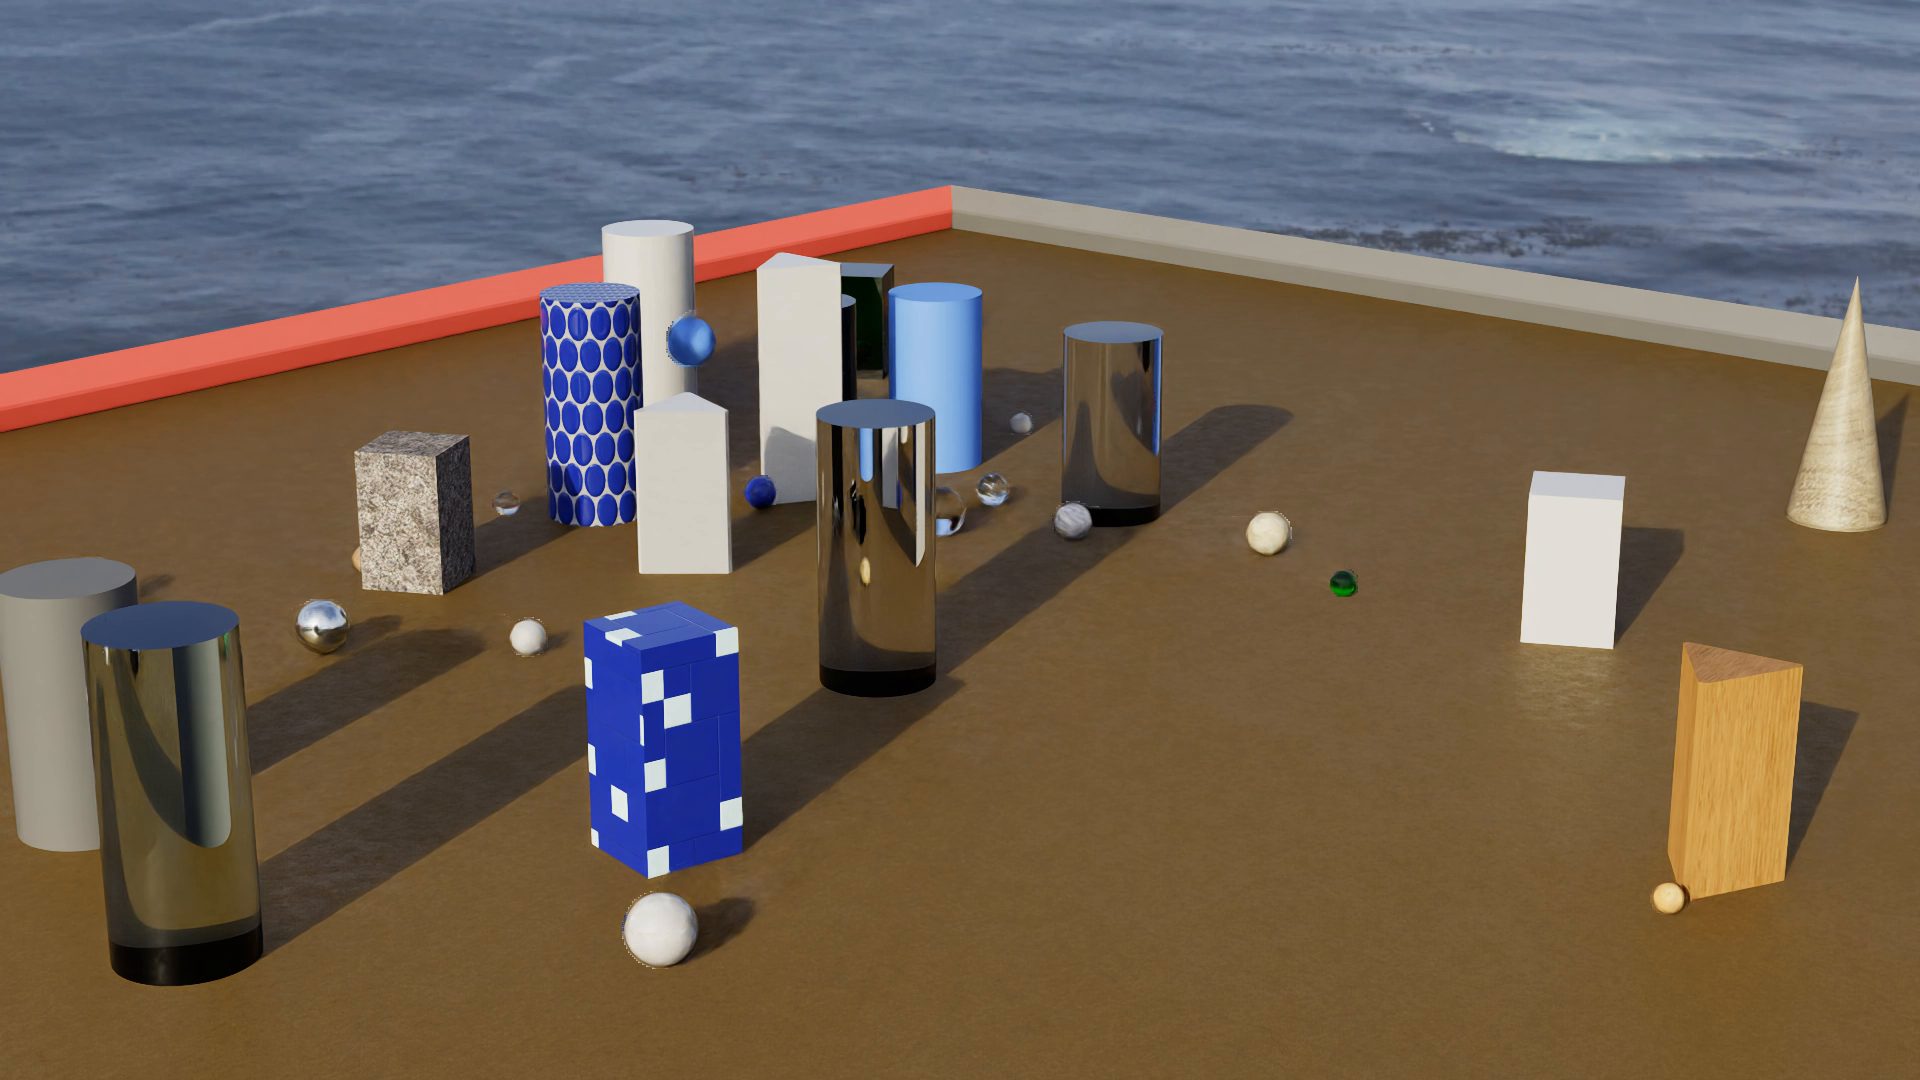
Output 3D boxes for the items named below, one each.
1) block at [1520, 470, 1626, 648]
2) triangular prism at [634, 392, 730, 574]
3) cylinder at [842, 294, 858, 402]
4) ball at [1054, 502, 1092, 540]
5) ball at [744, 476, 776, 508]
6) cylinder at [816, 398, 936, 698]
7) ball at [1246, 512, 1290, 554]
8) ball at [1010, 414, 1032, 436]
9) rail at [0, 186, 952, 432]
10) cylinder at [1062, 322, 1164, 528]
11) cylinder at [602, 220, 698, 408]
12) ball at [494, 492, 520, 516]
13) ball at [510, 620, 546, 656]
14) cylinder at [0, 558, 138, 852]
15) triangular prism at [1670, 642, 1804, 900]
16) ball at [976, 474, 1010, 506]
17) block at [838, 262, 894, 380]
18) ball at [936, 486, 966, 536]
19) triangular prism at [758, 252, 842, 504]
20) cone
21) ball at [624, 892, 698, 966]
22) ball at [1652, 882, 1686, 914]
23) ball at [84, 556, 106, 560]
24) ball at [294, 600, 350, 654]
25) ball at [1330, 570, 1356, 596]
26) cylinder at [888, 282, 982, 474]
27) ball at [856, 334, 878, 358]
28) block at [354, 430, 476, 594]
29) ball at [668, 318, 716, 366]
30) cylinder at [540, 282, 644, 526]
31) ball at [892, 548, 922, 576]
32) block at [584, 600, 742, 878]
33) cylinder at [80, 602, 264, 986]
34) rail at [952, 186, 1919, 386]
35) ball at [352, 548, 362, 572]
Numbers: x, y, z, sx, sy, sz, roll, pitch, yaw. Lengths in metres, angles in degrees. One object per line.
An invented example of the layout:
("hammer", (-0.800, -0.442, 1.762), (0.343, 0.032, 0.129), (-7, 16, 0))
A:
("block", (1.023, 0.032, 4.891), (0.150, 0.255, 0.150), (4, 17, 13))
("triangular prism", (-0.491, -0.104, 5.266), (0.163, 0.298, 0.141), (0, 17, 0))
("cylinder", (-0.303, -0.327, 5.957), (0.188, 0.324, 0.188), (0, 17, 0))
("ball", (0.210, -0.034, 5.430), (0.069, 0.069, 0.069), (0, 17, 0))
("ball", (-0.383, -0.091, 5.622), (0.061, 0.061, 0.061), (0, 17, 0))
("cylinder", (-0.132, 0.012, 4.642), (0.188, 0.437, 0.188), (0, 17, 0))
("ball", (0.561, -0.012, 5.343), (0.078, 0.078, 0.078), (0, 17, 0))
("ball", (0.127, -0.243, 6.159), (0.047, 0.047, 0.047), (0, 17, 0))
("rail", (-1.680, -0.391, 6.517), (0.045, 0.122, 5.100), (14, 22, 39))
("cylinder", (0.288, -0.221, 5.554), (0.188, 0.354, 0.188), (0, 17, 0))
("cylinder", (-0.642, -0.429, 6.092), (0.188, 0.442, 0.188), (0, 17, 0))
("ball", (-0.863, -0.070, 5.586), (0.047, 0.047, 0.047), (0, 17, 0))
("ball", (-0.707, 0.160, 4.808), (0.058, 0.058, 0.058), (0, 17, 0))
("cylinder", (-1.224, 0.226, 4.060), (0.188, 0.363, 0.188), (0, 17, 0))
("triangular prism", (1.003, 0.301, 3.918), (0.163, 0.303, 0.141), (-7, 18, -23))
("ball", (0.064, -0.097, 5.648), (0.064, 0.064, 0.064), (0, 17, 0))
("block", (-0.237, -0.500, 6.682), (0.150, 0.236, 0.150), (3, 17, 9))
("ball", (-0.036, -0.053, 5.451), (0.093, 0.093, 0.093), (0, 17, 0))
("triangular prism", (-0.325, -0.316, 5.684), (0.163, 0.462, 0.141), (-5, 18, -17))
("cone", (1.667, -0.267, 5.510), (0.188, 0.469, 0.188), (0, 17, 0))
("ball", (-0.373, 0.487, 3.667), (0.092, 0.092, 0.092), (0, 17, 0))
("ball", (0.924, 0.467, 3.822), (0.041, 0.041, 0.041), (0, 17, 0))
("ball", (-1.493, 0.072, 5.046), (0.089, 0.089, 0.089), (0, 17, 0))
("ball", (-1.047, 0.142, 4.814), (0.088, 0.088, 0.088), (0, 17, 0))
("ball", (0.668, 0.075, 5.107), (0.046, 0.046, 0.046), (0, 17, 0))
("cylinder", (-0.050, -0.328, 5.916), (0.188, 0.351, 0.188), (0, 17, 0))
("ball", (-0.216, -0.452, 6.842), (0.053, 0.053, 0.053), (0, 17, 0))
("block", (-0.959, -0.050, 5.169), (0.150, 0.250, 0.150), (4, 17, 13))
("ball", (-0.525, -0.388, 5.733), (0.094, 0.094, 0.094), (0, 17, 0))
("cylinder", (-0.693, -0.258, 5.548), (0.188, 0.429, 0.188), (0, 17, 0))
("ball", (-0.095, 0.038, 5.222), (0.051, 0.051, 0.051), (0, 17, 0))
("block", (-0.403, 0.269, 3.988), (0.150, 0.324, 0.150), (-12, 21, -35))
("cylinder", (-0.976, 0.313, 3.642), (0.188, 0.438, 0.188), (0, 17, 0))
("rail", (1.656, -0.521, 6.947), (4.497, 0.122, 0.045), (14, 22, 39))
("ball", (-1.056, 0.034, 5.224), (0.052, 0.052, 0.052), (0, 17, 0))
